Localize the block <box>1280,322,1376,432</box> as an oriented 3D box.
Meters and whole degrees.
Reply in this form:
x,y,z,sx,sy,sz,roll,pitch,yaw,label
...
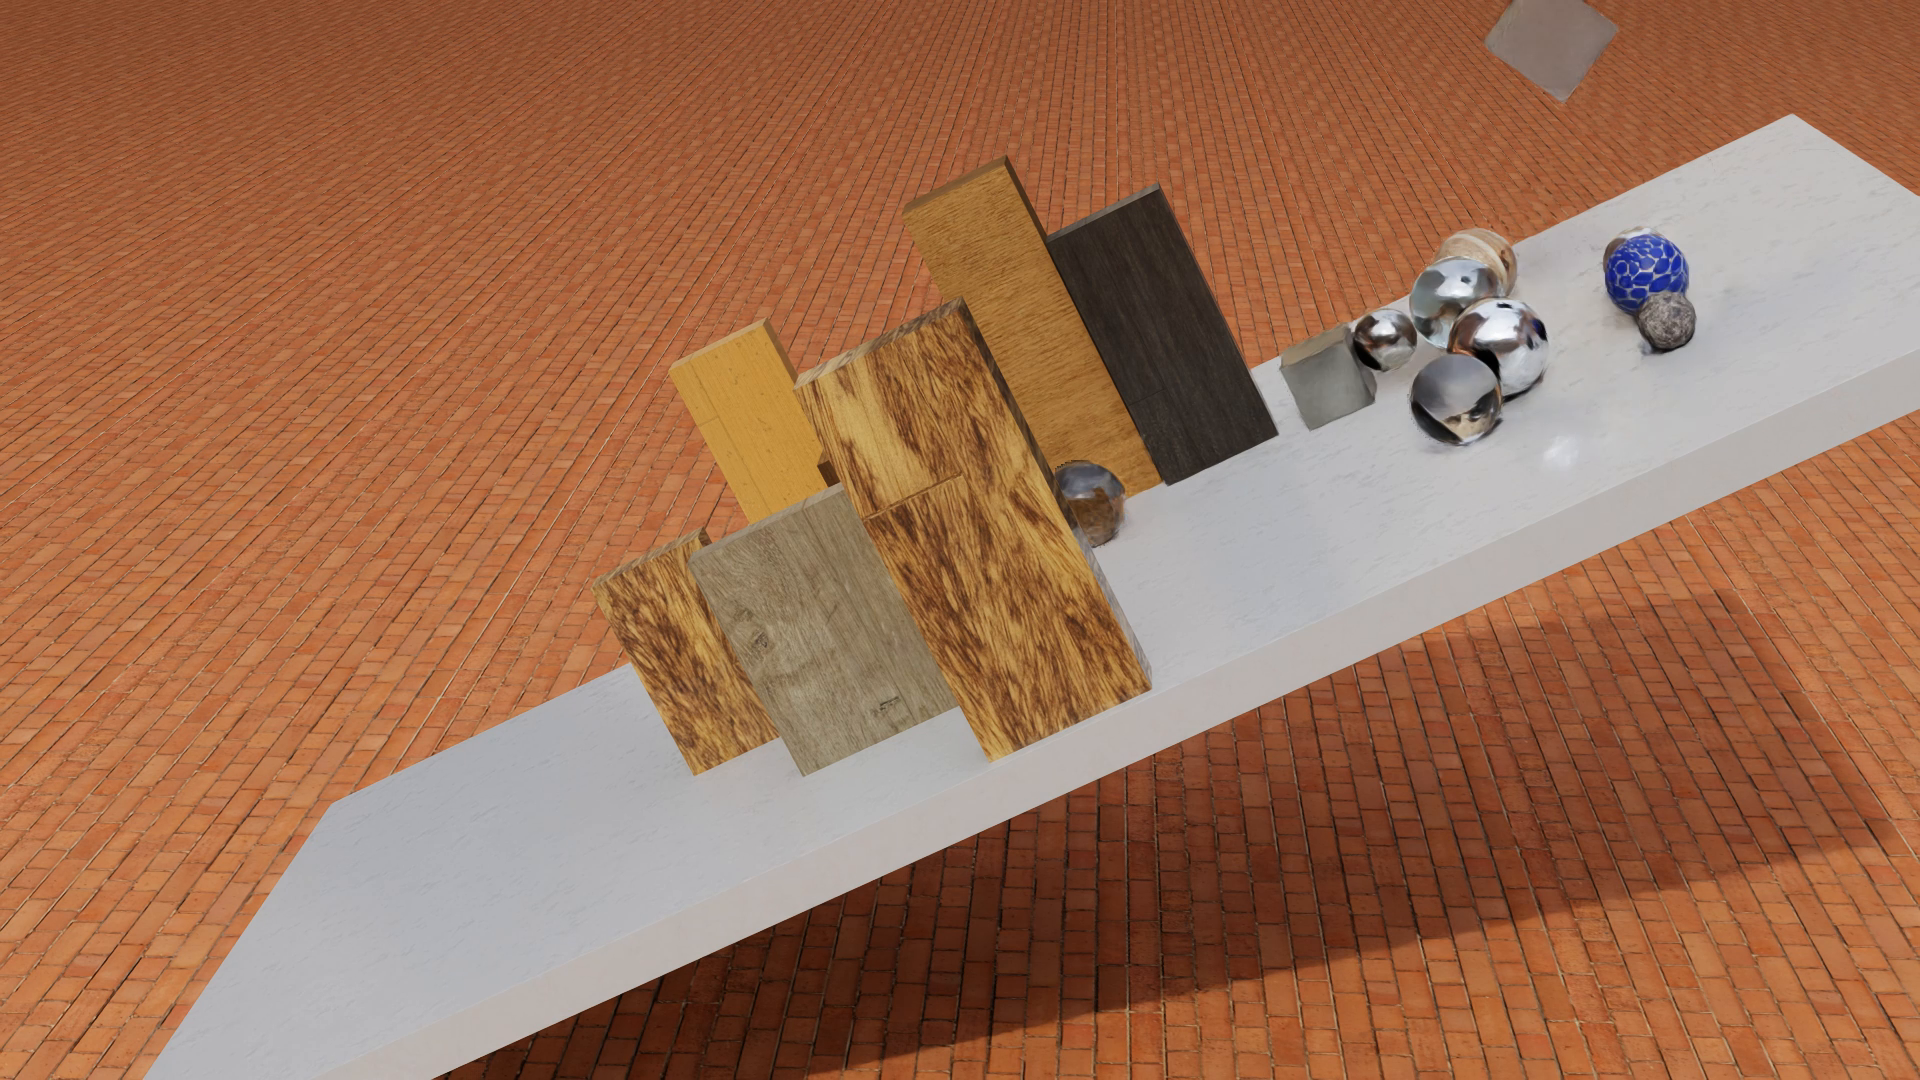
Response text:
x,y,z,sx,sy,sz,roll,pitch,yaw,label
0.801,-0.356,6.391,0.153,0.153,0.153,-24,14,17,block

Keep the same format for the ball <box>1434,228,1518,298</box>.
x,y,z,sx,sy,sz,roll,pitch,yaw,label
1.149,-0.603,6.563,0.187,0.187,0.187,0,17,0,ball

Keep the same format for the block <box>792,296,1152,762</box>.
x,y,z,sx,sy,sz,roll,pitch,yaw,label
0.029,-0.015,5.291,0.327,0.775,0.124,-25,14,10,block

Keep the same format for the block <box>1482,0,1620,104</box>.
x,y,z,sx,sy,sz,roll,pitch,yaw,label
1.192,-1.019,5.941,0.182,0.182,0.182,34,16,-5,block

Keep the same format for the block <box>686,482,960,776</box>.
x,y,z,sx,sy,sz,roll,pitch,yaw,label
-0.261,0.173,5.770,0.352,0.489,0.080,-25,14,10,block

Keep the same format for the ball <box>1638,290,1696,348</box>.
x,y,z,sx,sy,sz,roll,pitch,yaw,label
1.360,-0.424,5.659,0.111,0.111,0.111,0,17,0,ball

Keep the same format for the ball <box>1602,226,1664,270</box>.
x,y,z,sx,sy,sz,roll,pitch,yaw,label
1.398,-0.572,6.057,0.146,0.146,0.146,0,17,0,ball

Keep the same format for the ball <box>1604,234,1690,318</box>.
x,y,z,sx,sy,sz,roll,pitch,yaw,label
1.376,-0.527,5.890,0.167,0.167,0.167,0,17,0,ball

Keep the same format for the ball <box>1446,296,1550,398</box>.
x,y,z,sx,sy,sz,roll,pitch,yaw,label
1.074,-0.384,5.869,0.202,0.202,0.202,0,17,0,ball

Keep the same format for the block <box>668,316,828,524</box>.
x,y,z,sx,sy,sz,roll,pitch,yaw,label
-0.419,-0.174,6.981,0.252,0.664,0.091,-25,14,10,block

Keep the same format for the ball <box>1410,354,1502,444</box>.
x,y,z,sx,sy,sz,roll,pitch,yaw,label
0.965,-0.274,5.726,0.177,0.177,0.177,0,17,0,ball

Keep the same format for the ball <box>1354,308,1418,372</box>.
x,y,z,sx,sy,sz,roll,pitch,yaw,label
0.917,-0.432,6.340,0.137,0.137,0.137,0,17,0,ball

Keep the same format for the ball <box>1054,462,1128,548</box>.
x,y,z,sx,sy,sz,roll,pitch,yaw,label
0.266,-0.074,6.314,0.187,0.187,0.187,0,17,0,ball

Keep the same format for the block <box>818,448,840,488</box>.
x,y,z,sx,sy,sz,roll,pitch,yaw,label
-0.053,-0.053,6.298,0.326,0.446,0.148,-25,14,10,block

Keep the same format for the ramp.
x,y,z,sx,sy,sz,roll,pitch,yaw,label
0.139,0.168,6.281,4.000,0.100,2.000,-25,14,10,ramp

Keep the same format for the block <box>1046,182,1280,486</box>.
x,y,z,sx,sy,sz,roll,pitch,yaw,label
0.446,-0.448,6.450,0.271,0.607,0.090,-25,14,10,block

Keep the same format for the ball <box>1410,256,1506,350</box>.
x,y,z,sx,sy,sz,roll,pitch,yaw,label
1.070,-0.507,6.322,0.206,0.206,0.206,0,17,0,ball

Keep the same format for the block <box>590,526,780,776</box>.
x,y,z,sx,sy,sz,roll,pitch,yaw,label
-0.547,0.234,6.160,0.255,0.459,0.084,-25,14,10,block

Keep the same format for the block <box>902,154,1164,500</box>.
x,y,z,sx,sy,sz,roll,pitch,yaw,label
0.166,-0.439,6.553,0.252,0.794,0.143,-25,14,10,block
